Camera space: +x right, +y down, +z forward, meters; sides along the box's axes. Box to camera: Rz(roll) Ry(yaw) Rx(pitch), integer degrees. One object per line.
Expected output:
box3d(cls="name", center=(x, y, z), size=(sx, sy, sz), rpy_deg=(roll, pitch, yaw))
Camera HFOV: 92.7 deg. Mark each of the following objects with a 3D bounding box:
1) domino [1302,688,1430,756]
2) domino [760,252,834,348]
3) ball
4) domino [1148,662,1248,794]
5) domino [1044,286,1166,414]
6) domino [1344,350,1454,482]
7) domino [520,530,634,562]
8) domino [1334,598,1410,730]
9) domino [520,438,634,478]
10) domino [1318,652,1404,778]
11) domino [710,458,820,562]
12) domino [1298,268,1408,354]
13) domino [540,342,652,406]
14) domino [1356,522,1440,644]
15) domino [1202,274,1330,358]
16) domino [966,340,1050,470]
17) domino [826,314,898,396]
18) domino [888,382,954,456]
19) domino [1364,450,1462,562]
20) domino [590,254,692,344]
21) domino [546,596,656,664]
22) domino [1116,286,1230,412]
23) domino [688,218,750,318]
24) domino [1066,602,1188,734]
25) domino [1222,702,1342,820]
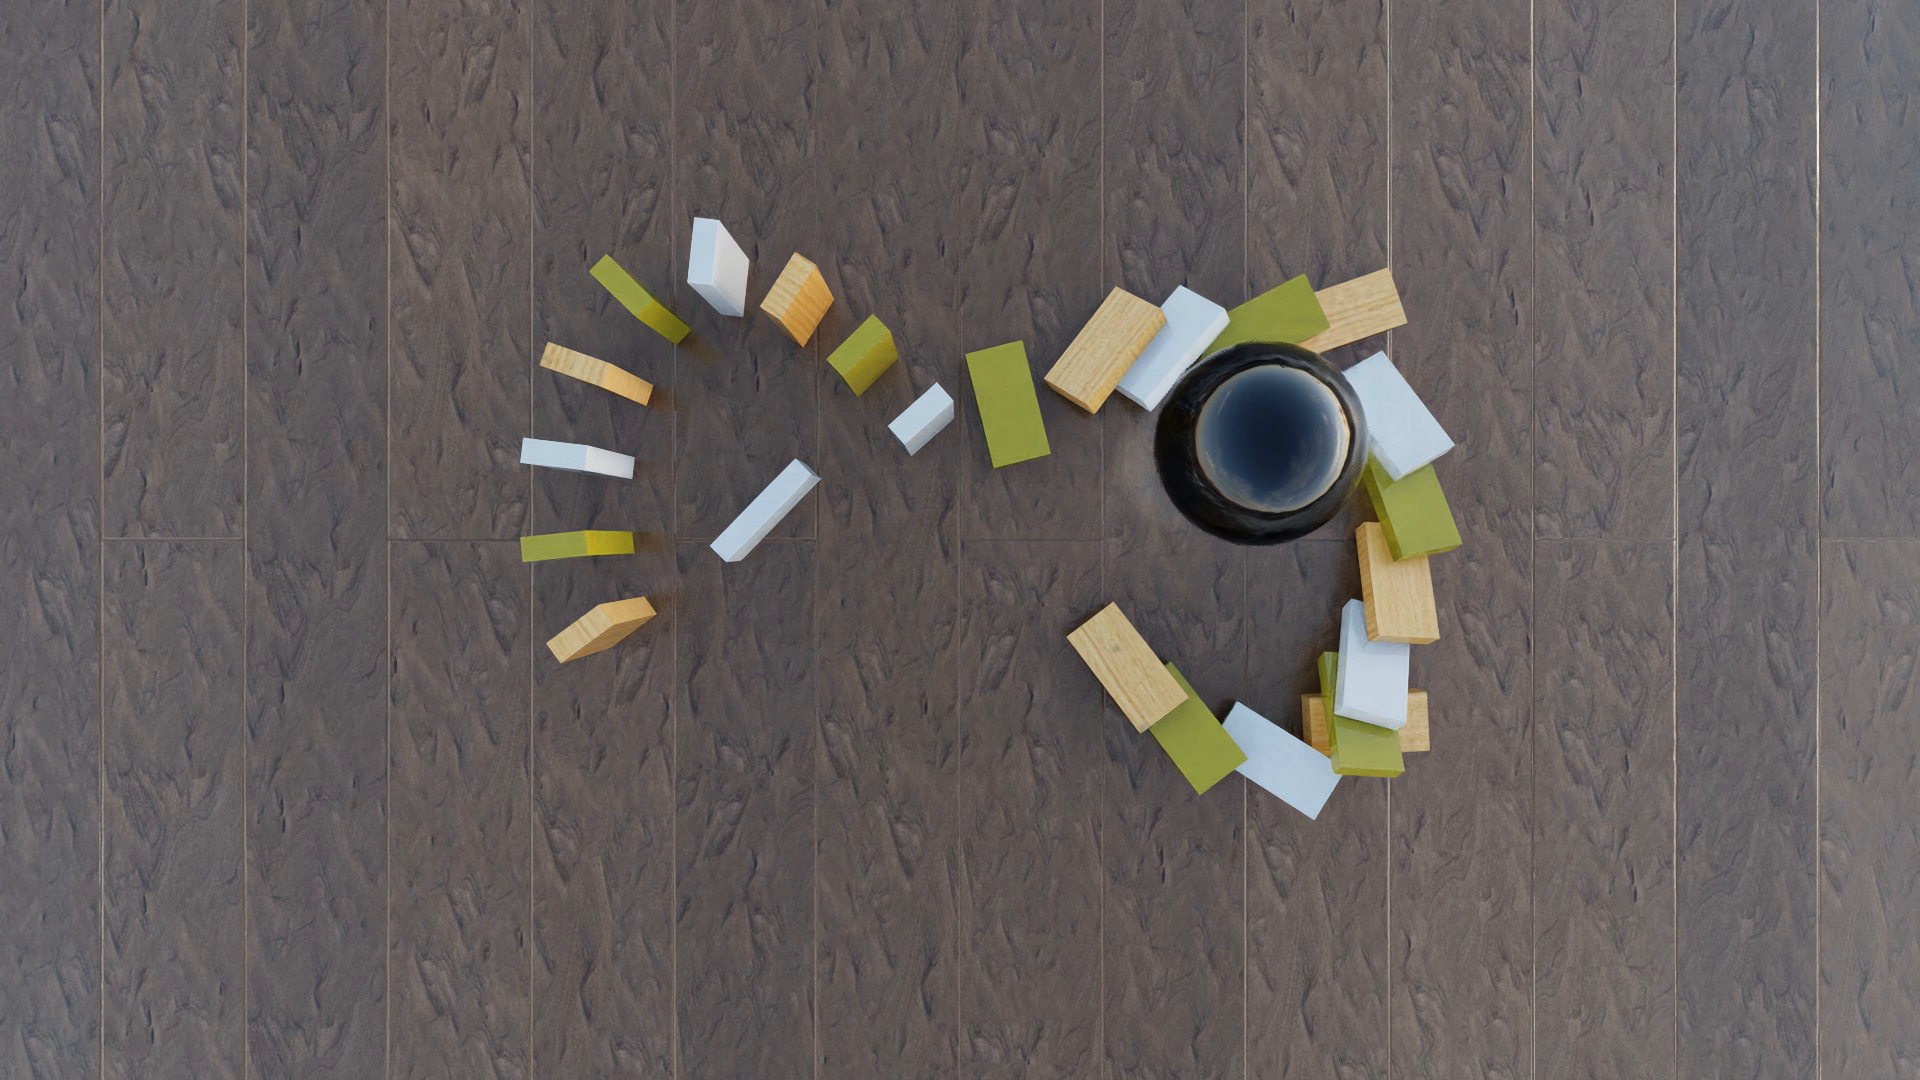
box3d(cls="domino", center=(0.175, 0.079, 0.395), size=(0.050, 0.010, 0.025), rpy_deg=(-3, 90, 0))
box3d(cls="domino", center=(-0.066, -0.097, 0.375), size=(0.010, 0.050, 0.025), rpy_deg=(33, 90, 0))
box3d(cls="ball", center=(0.117, -0.038, 0.360), size=(0.080, 0.080, 0.080), rpy_deg=(0, 90, 0))
box3d(cls="domino", center=(0.095, 0.079, 0.389), size=(0.025, 0.010, 0.050), rpy_deg=(-37, 74, 0))
box3d(cls="domino", center=(0.062, -0.081, 0.389), size=(0.025, 0.010, 0.050), rpy_deg=(38, 90, 32))
box3d(cls="domino", center=(0.181, -0.053, 0.388), size=(0.025, 0.009, 0.050), rpy_deg=(-29, 73, 0))
box3d(cls="domino", center=(-0.155, 0.002, 0.375), size=(0.025, 0.050, 0.010), rpy_deg=(-6, 90, 0))
box3d(cls="domino", center=(0.172, 0.051, 0.382), size=(0.025, 0.010, 0.050), rpy_deg=(15, 61, 7))
box3d(cls="domino", center=(-0.155, -0.033, 0.375), size=(0.025, 0.050, 0.010), rpy_deg=(7, 90, 0))
box3d(cls="domino", center=(0.166, 0.072, 0.382), size=(0.025, 0.010, 0.050), rpy_deg=(3, 60, 3))
box3d(cls="domino", center=(-0.082, -0.012, 0.388), size=(0.010, 0.025, 0.050), rpy_deg=(44, 90, 0))
box3d(cls="domino", center=(0.163, -0.096, 0.395), size=(0.050, 0.010, 0.025), rpy_deg=(-19, 90, 0))
box3d(cls="domino", center=(-0.147, -0.067, 0.375), size=(0.025, 0.050, 0.010), rpy_deg=(19, 90, 0))
box3d(cls="domino", center=(0.184, 0.018, 0.387), size=(0.025, 0.009, 0.050), rpy_deg=(3, 69, 0))
box3d(cls="domino", center=(0.127, -0.089, 0.389), size=(0.050, 0.010, 0.025), rpy_deg=(-25, 88, 15))
box3d(cls="domino", center=(0.020, -0.058, 0.395), size=(0.025, 0.009, 0.050), rpy_deg=(-14, 90, 0))
box3d(cls="domino", center=(-0.039, -0.074, 0.375), size=(0.025, 0.050, 0.010), rpy_deg=(-44, 90, 0))
box3d(cls="domino", center=(-0.015, -0.048, 0.375), size=(0.025, 0.050, 0.010), rpy_deg=(-42, 90, 0))
box3d(cls="domino", center=(0.189, -0.018, 0.388), size=(0.025, 0.010, 0.050), rpy_deg=(-12, 72, 0))
box3d(cls="domino", center=(-0.129, -0.097, 0.375), size=(0.025, 0.050, 0.009), rpy_deg=(44, 90, 0))
box3d(cls="domino", center=(-0.145, 0.036, 0.375), size=(0.025, 0.050, 0.009), rpy_deg=(-36, 90, 0))
box3d(cls="domino", center=(0.087, -0.081, 0.388), size=(0.050, 0.009, 0.025), rpy_deg=(-49, 54, 2))
box3d(cls="domino", center=(-0.098, -0.110, 0.375), size=(0.009, 0.050, 0.025), rpy_deg=(6, 90, 0))
box3d(cls="domino", center=(0.071, 0.054, 0.389), size=(0.025, 0.010, 0.050), rpy_deg=(-37, 74, 0))
box3d(cls="domino", center=(0.133, 0.093, 0.389), size=(0.050, 0.009, 0.025), rpy_deg=(32, 90, 15))
